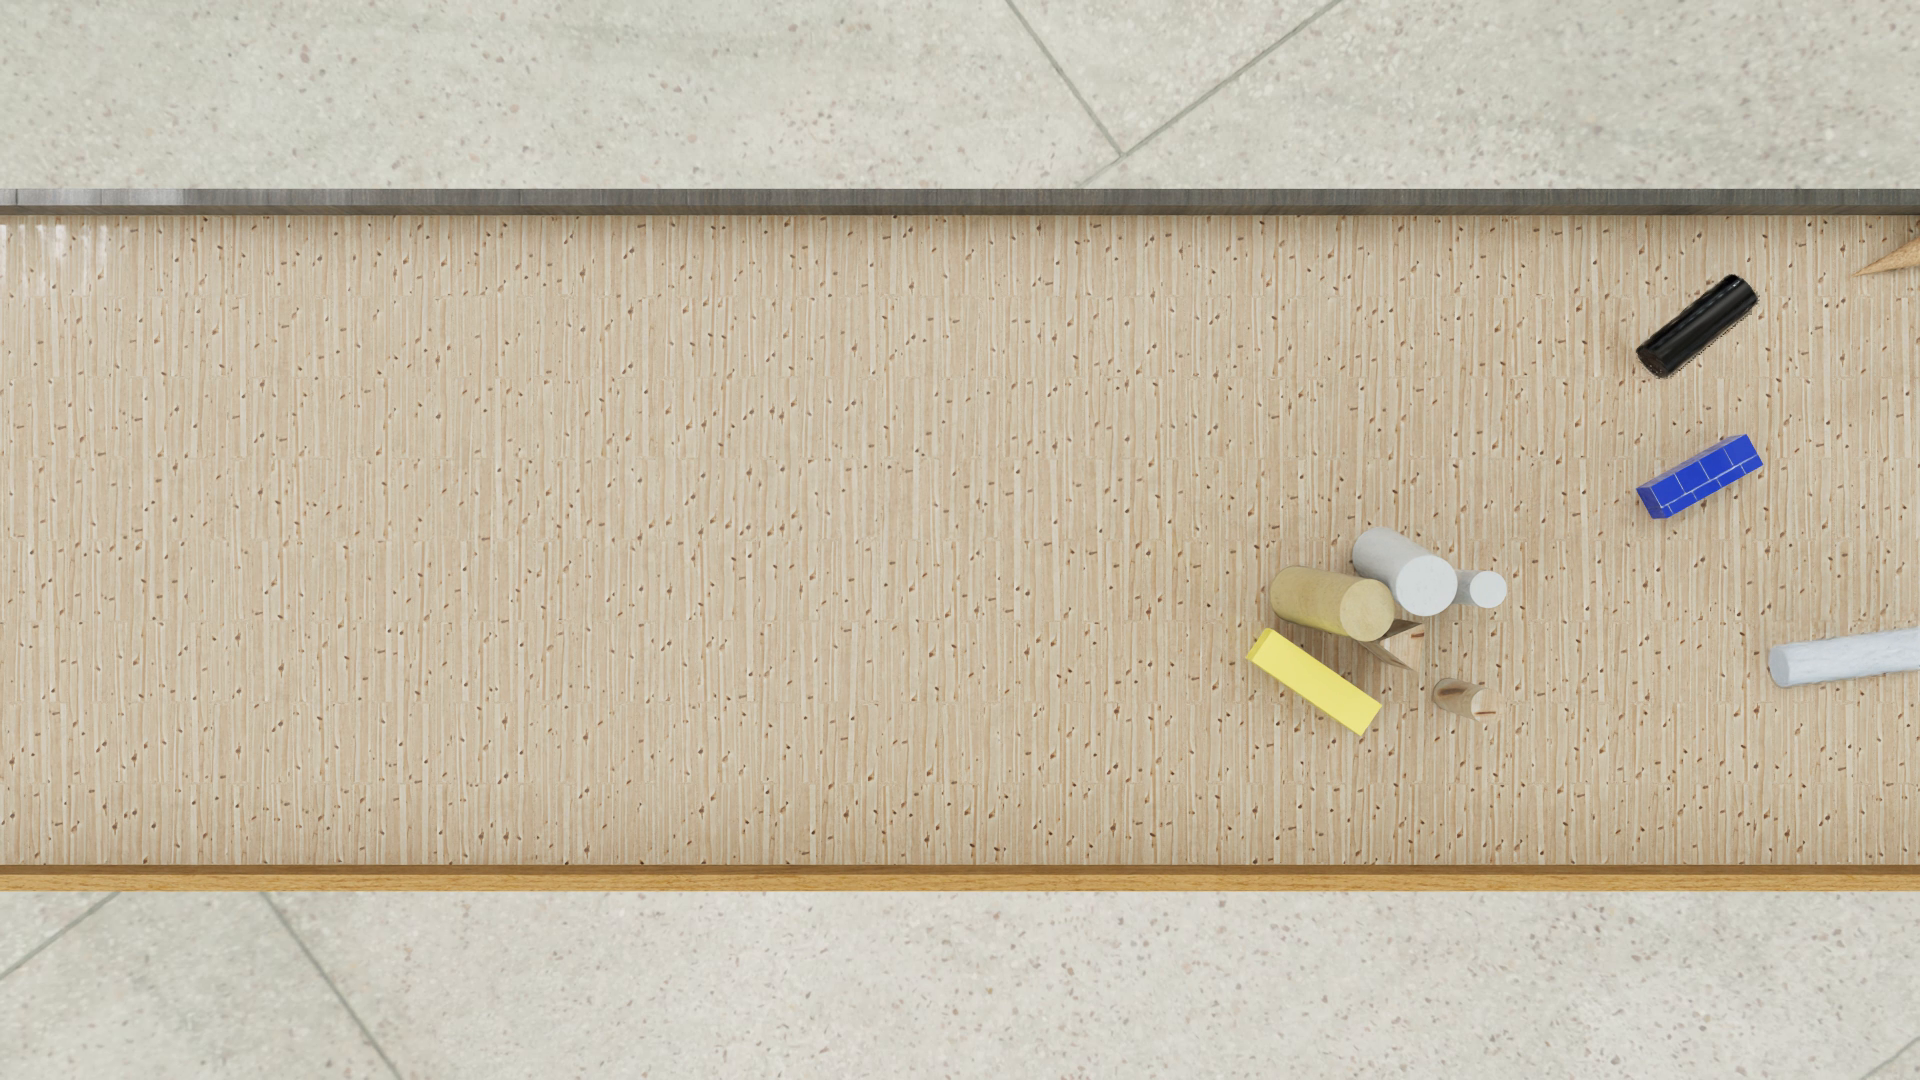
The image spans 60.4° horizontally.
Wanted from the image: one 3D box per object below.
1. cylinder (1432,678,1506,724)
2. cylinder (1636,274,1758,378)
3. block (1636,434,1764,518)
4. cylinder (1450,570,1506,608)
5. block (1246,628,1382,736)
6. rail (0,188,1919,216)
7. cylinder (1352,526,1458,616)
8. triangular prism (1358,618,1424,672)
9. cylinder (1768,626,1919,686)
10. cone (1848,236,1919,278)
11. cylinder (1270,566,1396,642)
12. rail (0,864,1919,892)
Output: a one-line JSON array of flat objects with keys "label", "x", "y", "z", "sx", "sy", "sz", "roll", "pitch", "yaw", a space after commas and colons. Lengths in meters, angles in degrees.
[{"label": "cylinder", "x": 1.505, "y": 0.474, "z": 4.888, "sx": 0.101, "sy": 0.378, "sz": 0.101, "roll": 0, "pitch": 90, "yaw": 0}, {"label": "cylinder", "x": 2.239, "y": -0.649, "z": 5.013, "sx": 0.348, "sy": 0.127, "sz": 0.127, "roll": -39, "pitch": 90, "yaw": 0}, {"label": "block", "x": 2.250, "y": -0.193, "z": 5.023, "sx": 0.333, "sy": 0.107, "sz": 0.107, "roll": -29, "pitch": 90, "yaw": 0}, {"label": "cylinder", "x": 1.508, "y": 0.141, "z": 4.893, "sx": 0.106, "sy": 0.368, "sz": 0.106, "roll": 0, "pitch": 90, "yaw": 0}, {"label": "block", "x": 1.074, "y": 0.430, "z": 5.020, "sx": 0.400, "sy": 0.112, "sz": 0.112, "roll": 35, "pitch": 90, "yaw": 0}, {"label": "rail", "x": -2.247, "y": -1.025, "z": 5.002, "sx": 12.000, "sy": 0.150, "sz": 0.050, "roll": 0, "pitch": 90, "yaw": 0}, {"label": "cylinder", "x": 1.297, "y": 0.086, "z": 4.836, "sx": 0.174, "sy": 0.456, "sz": 0.174, "roll": 0, "pitch": 101, "yaw": -2}, {"label": "triangular prism", "x": 1.293, "y": 0.289, "z": 4.899, "sx": 0.139, "sy": 0.355, "sz": 0.121, "roll": 37, "pitch": 90, "yaw": 0}, {"label": "cylinder", "x": 2.709, "y": 0.354, "z": 5.013, "sx": 0.444, "sy": 0.127, "sz": 0.127, "roll": -7, "pitch": 90, "yaw": 0}, {"label": "cone", "x": 2.899, "y": -0.870, "z": 5.043, "sx": 0.370, "sy": 0.137, "sz": 0.137, "roll": -21, "pitch": 90, "yaw": 10}, {"label": "cylinder", "x": 1.088, "y": 0.182, "z": 4.849, "sx": 0.178, "sy": 0.420, "sz": 0.178, "roll": -1, "pitch": 95, "yaw": -17}, {"label": "rail", "x": -2.247, "y": 1.025, "z": 5.001, "sx": 12.000, "sy": 0.150, "sz": 0.050, "roll": 0, "pitch": 90, "yaw": 0}]
